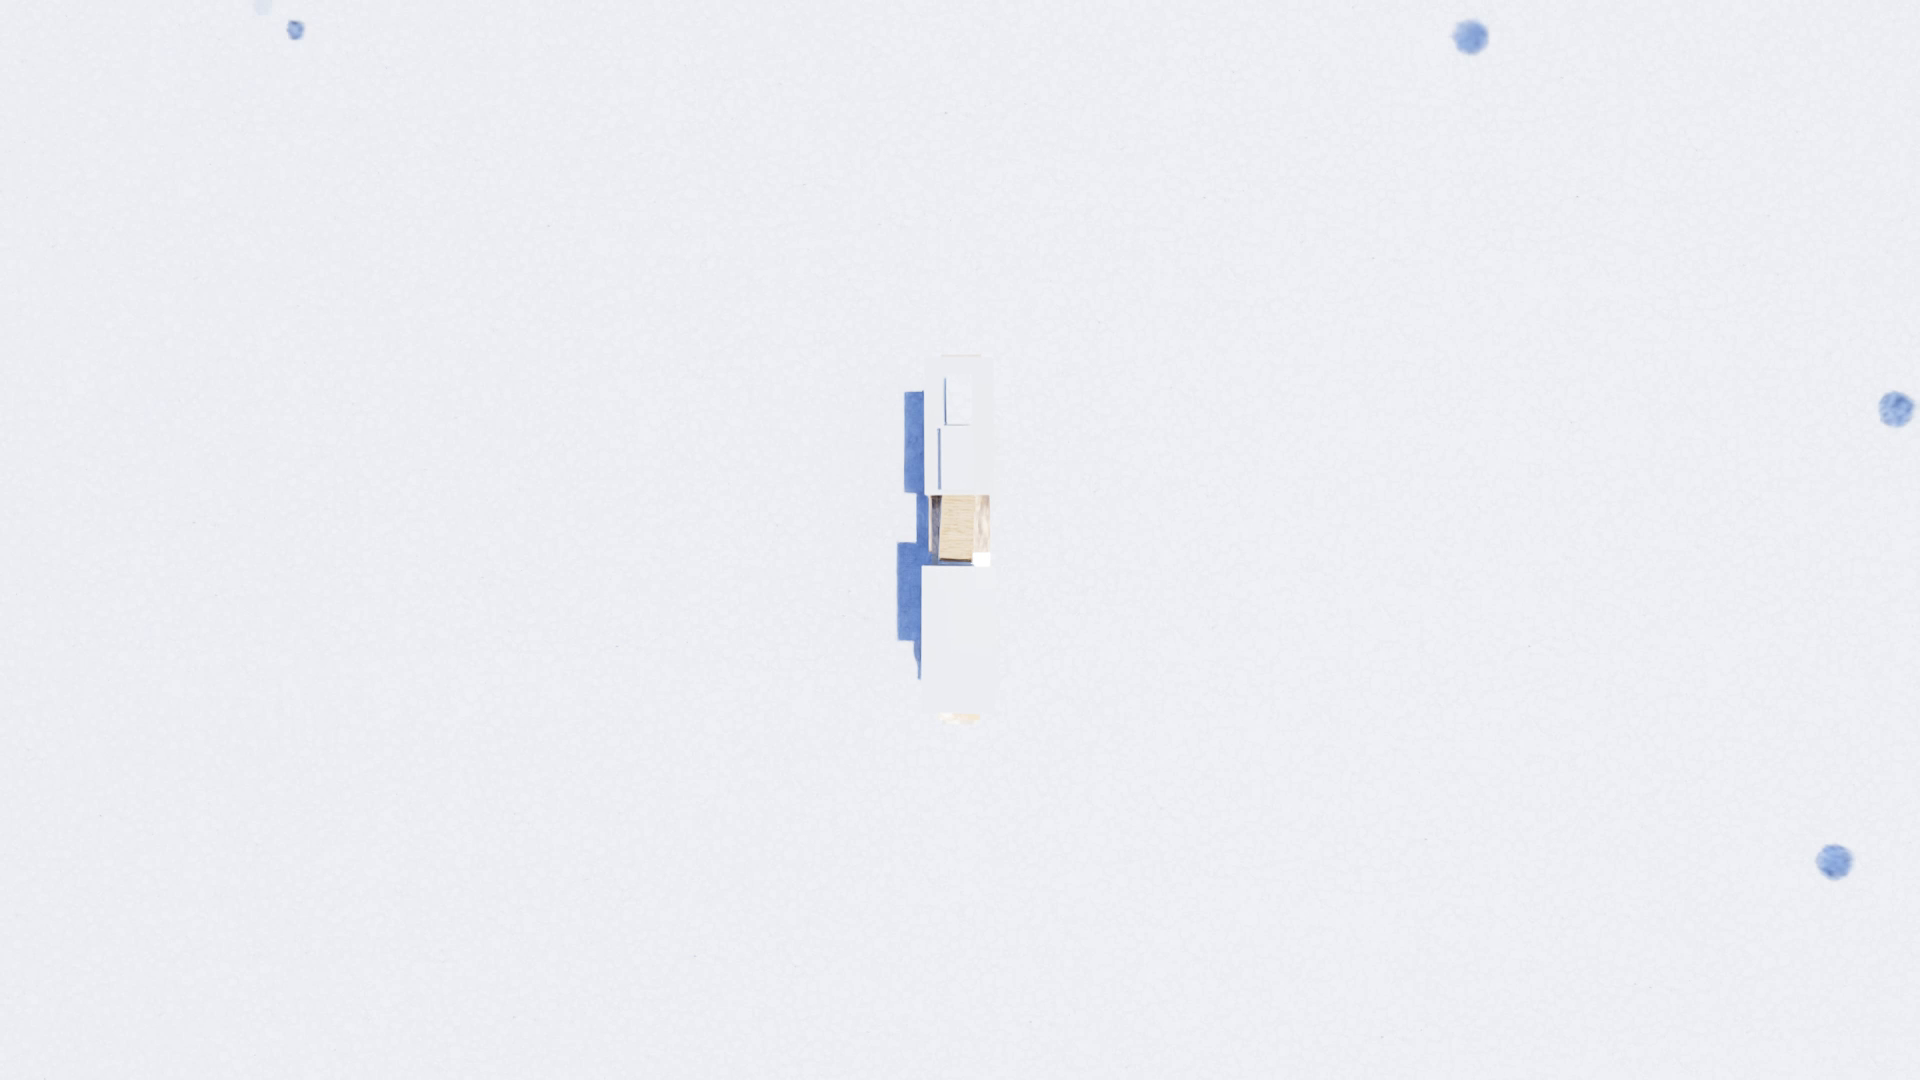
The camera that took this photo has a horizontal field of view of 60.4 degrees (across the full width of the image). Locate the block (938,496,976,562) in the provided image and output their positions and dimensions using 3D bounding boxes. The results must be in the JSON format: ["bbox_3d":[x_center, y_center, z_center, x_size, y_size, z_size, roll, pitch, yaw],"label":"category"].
[{"bbox_3d":[-0.007,-0.029,4.179,0.084,0.024,0.168,3,90,1],"label":"block"}]

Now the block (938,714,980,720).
[{"bbox_3d":[-0.003,0.346,4.140,0.104,0.029,0.208,0,90,0],"label":"block"}]

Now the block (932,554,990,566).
[{"bbox_3d":[0.003,0.174,5.119,0.178,0.050,0.355,0,90,0],"label":"block"}]

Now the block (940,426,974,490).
[{"bbox_3d":[-0.007,-0.196,3.934,0.076,0.022,0.152,-1,90,0],"label":"block"}]

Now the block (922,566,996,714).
[{"bbox_3d":[-0.003,0.226,3.767,0.167,0.047,0.334,0,90,0],"label":"block"}]

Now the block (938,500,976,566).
[{"bbox_3d":[-0.009,-0.012,4.372,0.093,0.026,0.185,2,90,1],"label":"block"}]

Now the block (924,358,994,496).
[{"bbox_3d":[-0.003,-0.283,4.121,0.171,0.048,0.341,0,90,0],"label":"block"}]

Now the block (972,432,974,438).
[{"bbox_3d":[-0.006,-0.247,4.021,0.076,0.152,0.022,0,90,0],"label":"block"}]

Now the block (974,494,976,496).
[{"bbox_3d":[-0.001,-0.205,4.500,0.092,0.026,0.184,-1,90,0],"label":"block"}]

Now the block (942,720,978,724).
[{"bbox_3d":[0.001,0.471,5.254,0.115,0.033,0.230,0,90,0],"label":"block"}]

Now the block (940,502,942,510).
[{"bbox_3d":[-0.005,-0.084,4.275,0.084,0.168,0.024,3,89,1],"label":"block"}]

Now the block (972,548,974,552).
[{"bbox_3d":[-0.009,0.028,4.275,0.084,0.168,0.024,3,89,1],"label":"block"}]

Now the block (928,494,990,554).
[{"bbox_3d":[-0.001,-0.137,4.721,0.174,0.049,0.348,0,90,0],"label":"block"}]

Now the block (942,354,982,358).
[{"bbox_3d":[0.004,-0.459,5.228,0.127,0.036,0.254,0,90,0],"label":"block"}]

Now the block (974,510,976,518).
[{"bbox_3d":[-0.004,-0.074,4.478,0.093,0.185,0.026,1,90,1],"label":"block"}]

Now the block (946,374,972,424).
[{"bbox_3d":[-0.002,-0.339,3.967,0.061,0.017,0.122,-1,90,0],"label":"block"}]
